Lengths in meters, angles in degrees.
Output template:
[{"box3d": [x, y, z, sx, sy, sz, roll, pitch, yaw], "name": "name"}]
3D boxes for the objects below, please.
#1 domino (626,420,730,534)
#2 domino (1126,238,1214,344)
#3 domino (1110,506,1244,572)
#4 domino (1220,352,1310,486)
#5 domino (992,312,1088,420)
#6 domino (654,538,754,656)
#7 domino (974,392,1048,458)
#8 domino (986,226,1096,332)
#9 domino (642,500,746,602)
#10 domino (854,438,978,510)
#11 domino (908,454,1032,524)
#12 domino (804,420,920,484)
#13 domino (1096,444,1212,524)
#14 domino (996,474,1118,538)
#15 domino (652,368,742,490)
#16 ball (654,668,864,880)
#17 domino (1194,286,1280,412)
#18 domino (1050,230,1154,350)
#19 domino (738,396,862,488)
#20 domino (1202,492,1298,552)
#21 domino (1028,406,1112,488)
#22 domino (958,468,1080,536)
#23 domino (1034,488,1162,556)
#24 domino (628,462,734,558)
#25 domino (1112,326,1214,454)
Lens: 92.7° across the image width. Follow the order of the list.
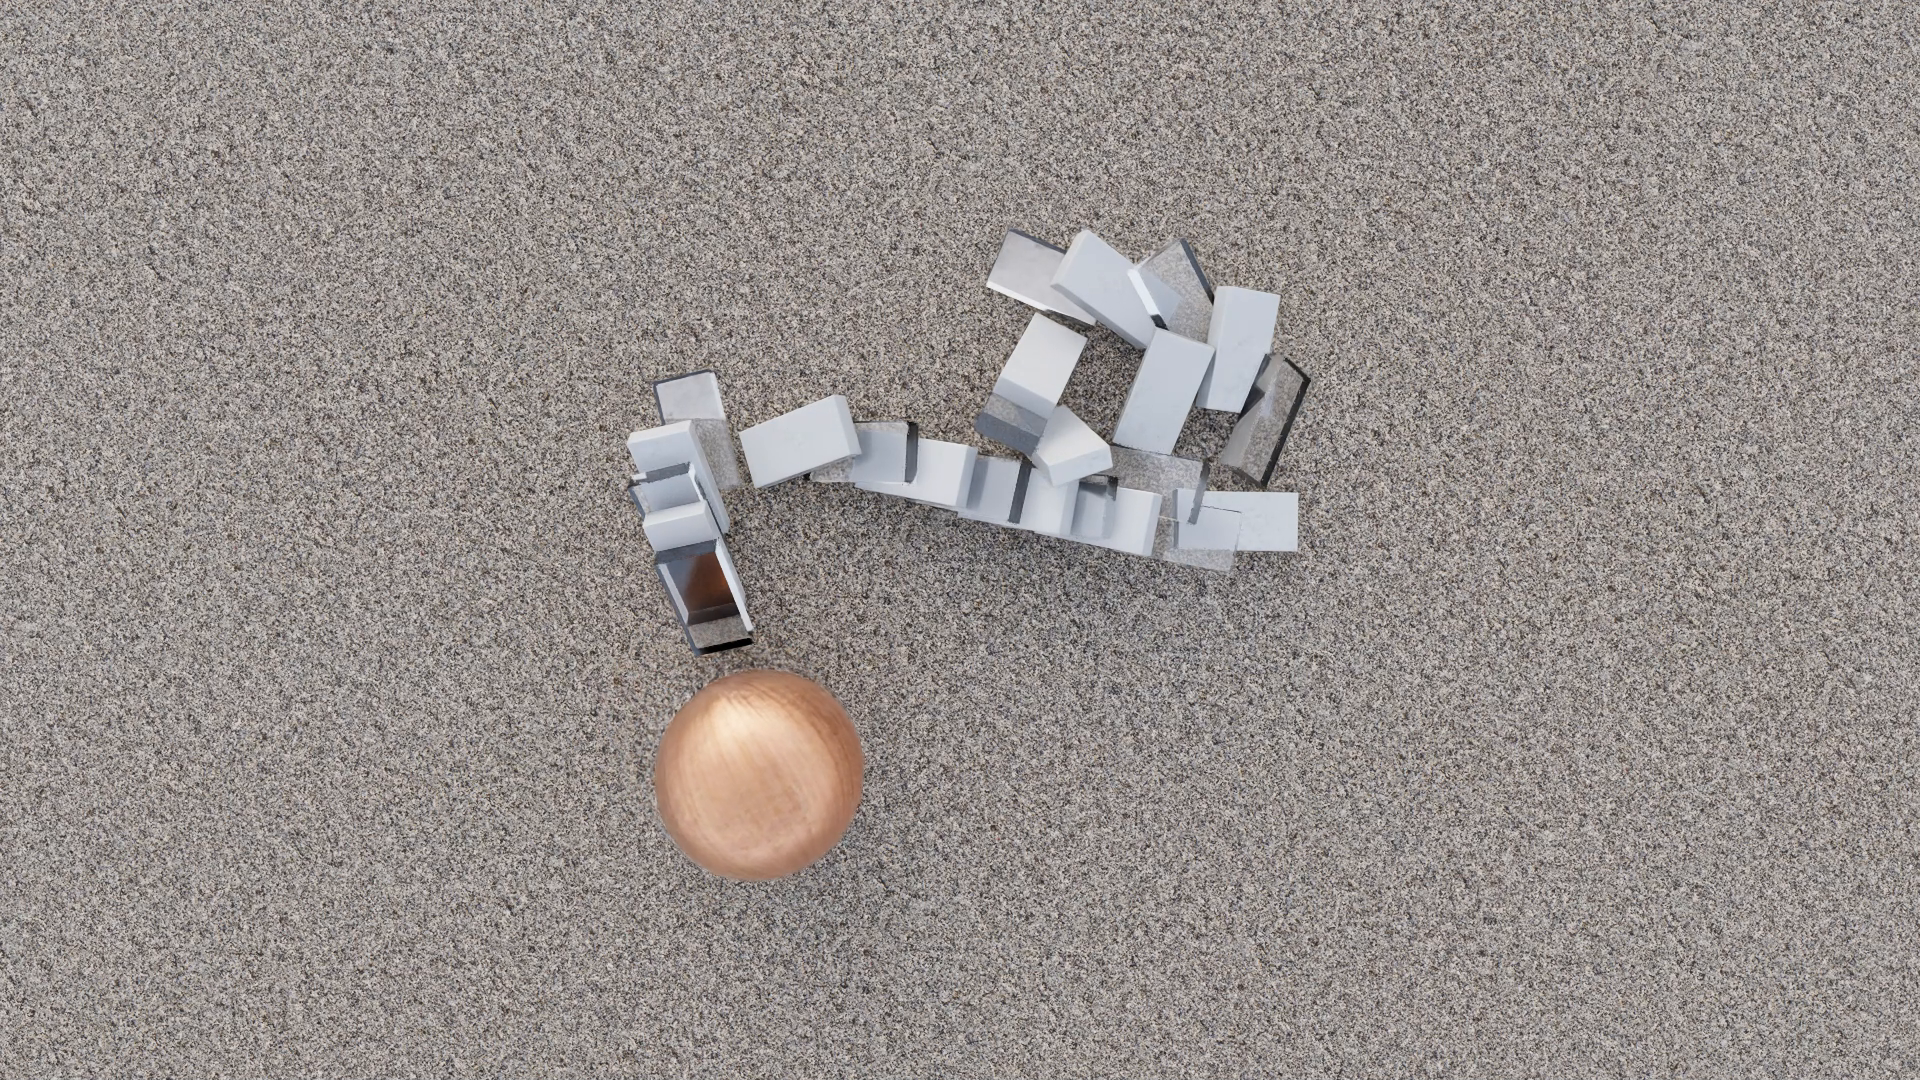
[{"box3d": [-0.116, -0.023, 0.382, 0.025, 0.009, 0.050, -12, 124, 0], "name": "domino"}, {"box3d": [0.094, -0.098, 0.386, 0.025, 0.010, 0.050, -36, 108, -6], "name": "domino"}, {"box3d": [0.091, -0.003, 0.386, 0.050, 0.009, 0.025, 11, 90, 23], "name": "domino"}, {"box3d": [0.130, -0.050, 0.388, 0.025, 0.010, 0.050, 23, 90, -43], "name": "domino"}, {"box3d": [0.034, -0.073, 0.380, 0.025, 0.010, 0.050, 27, 48, 0], "name": "domino"}, {"box3d": [-0.106, 0.025, 0.382, 0.025, 0.009, 0.050, -12, 126, 0], "name": "domino"}, {"box3d": [0.024, -0.055, 0.377, 0.025, 0.050, 0.010, 25, 127, 0], "name": "domino"}, {"box3d": [0.039, -0.112, 0.395, 0.050, 0.010, 0.025, 23, 90, 0], "name": "domino"}, {"box3d": [-0.110, 0.009, 0.382, 0.025, 0.009, 0.050, -13, 126, 0], "name": "domino"}, {"box3d": [-0.019, -0.030, 0.384, 0.050, 0.010, 0.025, 12, 90, 28], "name": "domino"}, {"box3d": [0.004, -0.024, 0.382, 0.050, 0.010, 0.025, 13, 90, 33], "name": "domino"}, {"box3d": [-0.042, -0.037, 0.385, 0.050, 0.010, 0.025, 3, 90, 27], "name": "domino"}, {"box3d": [0.076, -0.024, 0.381, 0.050, 0.010, 0.025, 16, 93, 34], "name": "domino"}, {"box3d": [0.040, -0.016, 0.382, 0.050, 0.009, 0.025, 7, 90, 35], "name": "domino"}, {"box3d": [-0.113, -0.046, 0.395, 0.025, 0.010, 0.050, -14, 90, 0], "name": "domino"}, {"box3d": [-0.078, 0.091, 0.360, 0.080, 0.080, 0.080, 0, 90, 0], "name": "ball"}, {"box3d": [0.117, -0.080, 0.387, 0.025, 0.010, 0.050, 4, 102, -19], "name": "domino"}, {"box3d": [0.065, -0.105, 0.386, 0.050, 0.009, 0.025, 29, 88, -21], "name": "domino"}, {"box3d": [-0.068, -0.041, 0.385, 0.050, 0.010, 0.025, -16, 90, 26], "name": "domino"}, {"box3d": [0.119, -0.008, 0.395, 0.050, 0.009, 0.025, 1, 90, 0], "name": "domino"}, {"box3d": [0.041, -0.039, 0.375, 0.025, 0.050, 0.010, -19, 120, -6], "name": "domino"}, {"box3d": [0.024, -0.018, 0.381, 0.050, 0.009, 0.025, 11, 92, 35], "name": "domino"}, {"box3d": [0.057, -0.011, 0.381, 0.050, 0.009, 0.025, 13, 93, 34], "name": "domino"}, {"box3d": [-0.115, -0.007, 0.381, 0.025, 0.009, 0.050, -14, 126, 1], "name": "domino"}, {"box3d": [0.085, -0.061, 0.386, 0.025, 0.010, 0.050, 19, 112, 0], "name": "domino"}]
